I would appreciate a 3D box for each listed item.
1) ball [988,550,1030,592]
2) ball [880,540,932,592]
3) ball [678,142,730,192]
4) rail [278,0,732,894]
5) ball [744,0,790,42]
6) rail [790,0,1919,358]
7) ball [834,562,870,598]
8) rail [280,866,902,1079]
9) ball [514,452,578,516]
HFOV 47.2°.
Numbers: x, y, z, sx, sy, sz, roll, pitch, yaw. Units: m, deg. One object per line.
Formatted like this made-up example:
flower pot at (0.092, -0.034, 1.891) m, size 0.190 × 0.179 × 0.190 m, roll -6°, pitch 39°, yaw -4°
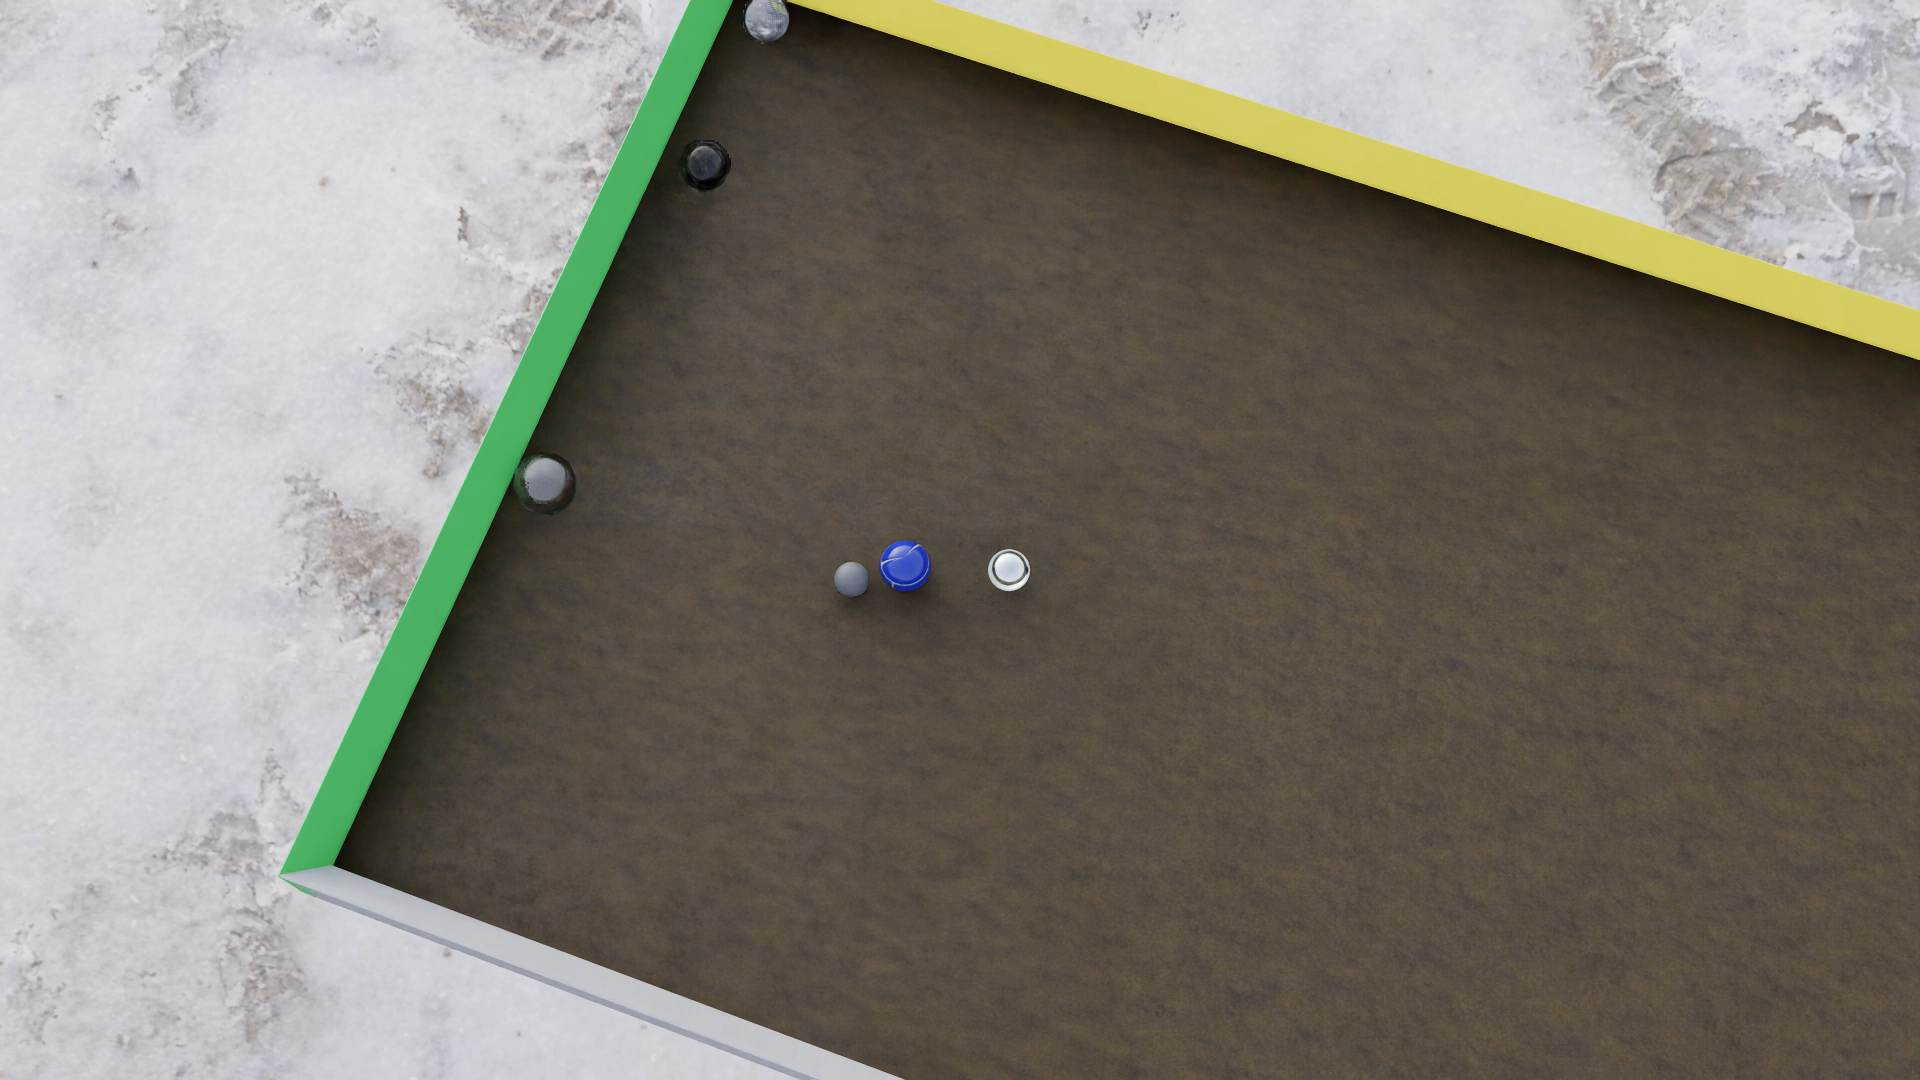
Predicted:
ball at (0.076, 0.047, 3.415) m, size 0.065 × 0.065 × 0.065 m, roll 0°, pitch 71°, yaw 0°
ball at (-0.085, 0.040, 3.409) m, size 0.081 × 0.081 × 0.081 m, roll 0°, pitch 71°, yaw 0°
ball at (-0.424, -0.617, 3.640) m, size 0.084 × 0.084 × 0.084 m, roll 0°, pitch 71°, yaw 0°
rail at (-0.669, -0.239, 3.482) m, size 0.045 × 0.128 × 1.694 m, roll 19°, pitch 72°, yaw 7°
ball at (-0.328, -0.886, 3.739) m, size 0.076 × 0.076 × 0.076 m, roll 0°, pitch 71°, yaw 0°
rail at (0.973, -0.501, 3.574) m, size 2.943 × 0.128 × 0.045 m, roll 19°, pitch 72°, yaw 7°
ball at (-0.168, 0.061, 3.416) m, size 0.055 × 0.055 × 0.055 m, roll 0°, pitch 71°, yaw 0°
rail at (0.410, 0.958, 3.059) m, size 2.943 × 0.128 × 0.045 m, roll 19°, pitch 72°, yaw 7°
ball at (-0.650, -0.088, 3.445) m, size 0.099 × 0.099 × 0.099 m, roll 0°, pitch 71°, yaw 0°
